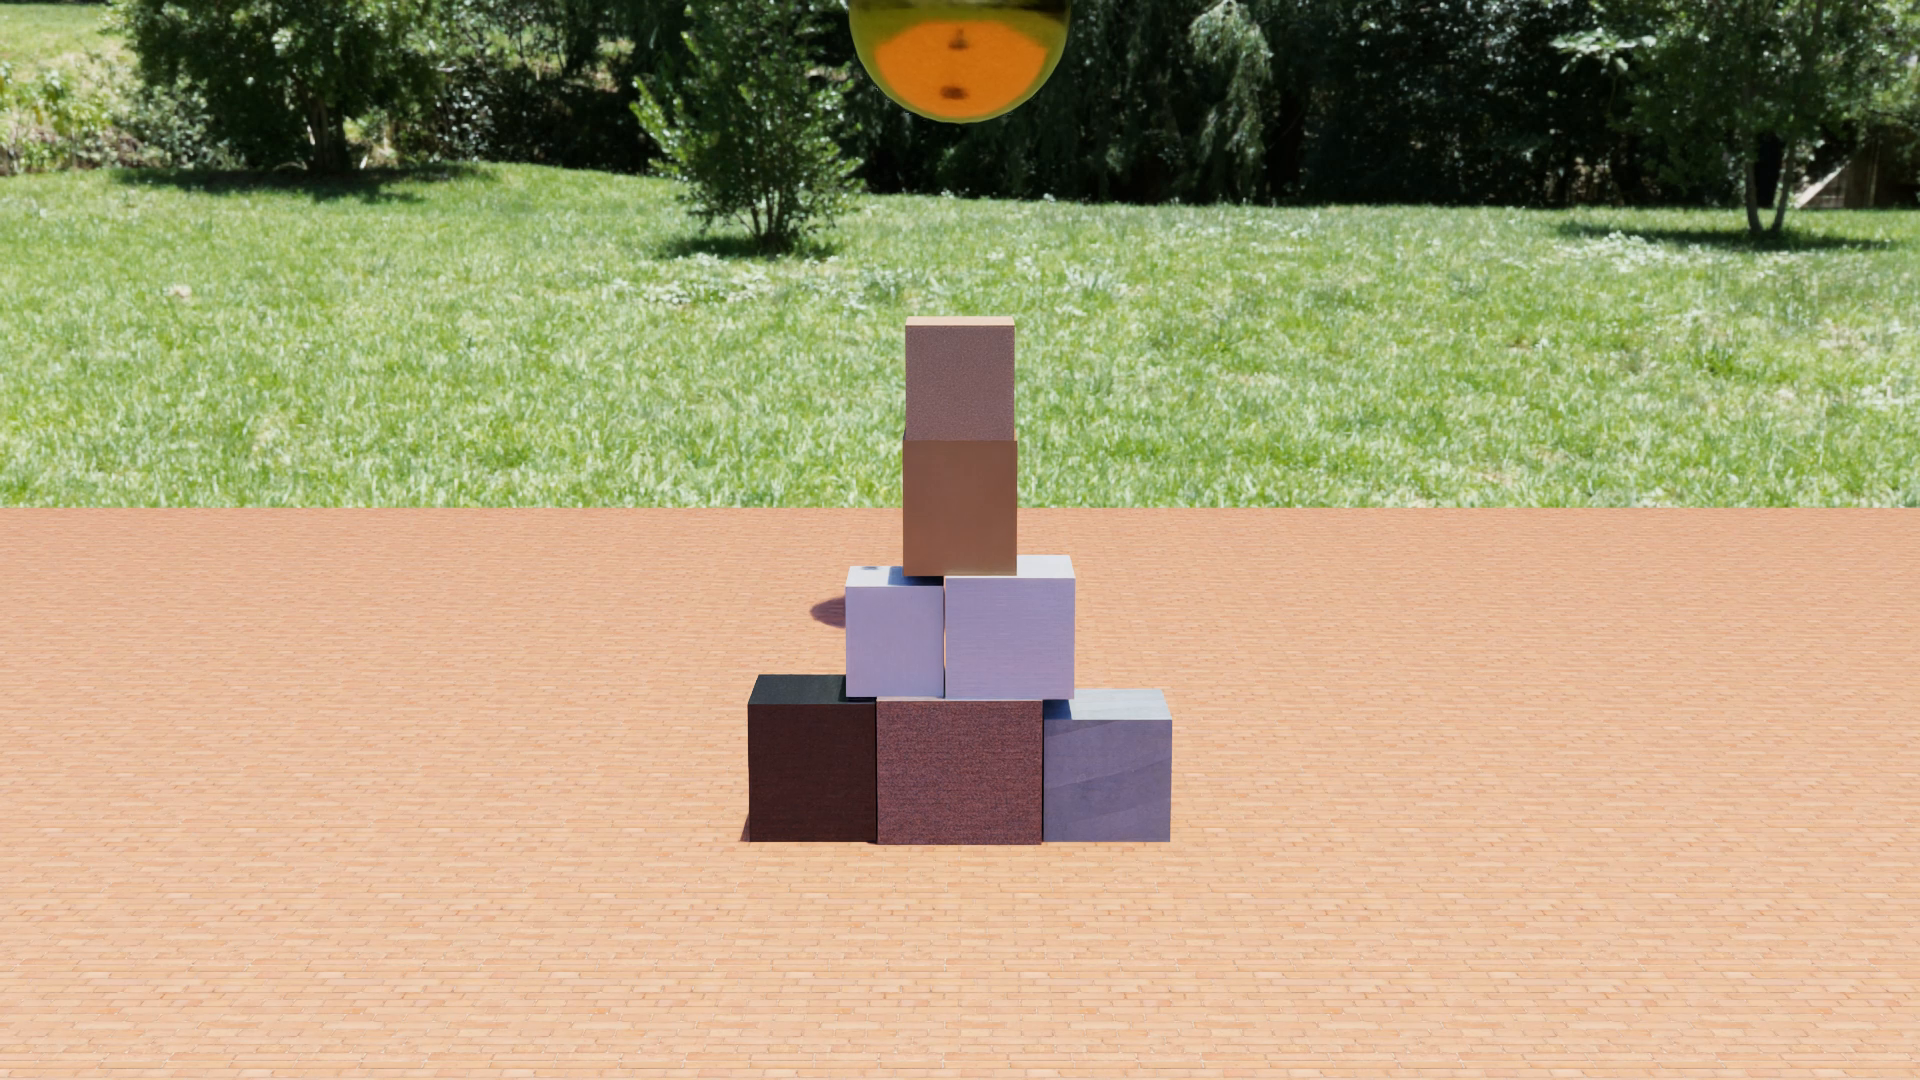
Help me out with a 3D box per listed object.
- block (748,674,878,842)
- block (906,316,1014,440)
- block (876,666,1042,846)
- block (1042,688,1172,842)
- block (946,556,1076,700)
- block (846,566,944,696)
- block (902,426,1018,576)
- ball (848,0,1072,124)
[{"bbox_3d":[-0.746,1.121,11.388,0.640,0.720,0.630,0,10,0],"label":"block"},{"bbox_3d":[0.000,-0.816,11.026,0.534,0.567,0.535,0,10,0],"label":"block"},{"bbox_3d":[-0.002,1.106,11.389,0.828,0.749,0.733,0,10,0],"label":"block"},{"bbox_3d":[0.744,1.160,11.392,0.644,0.642,0.625,0,10,0],"label":"block"},{"bbox_3d":[0.249,0.437,11.243,0.644,0.618,0.612,0,10,0],"label":"block"},{"bbox_3d":[-0.327,0.461,11.260,0.489,0.566,0.533,0,10,0],"label":"block"},{"bbox_3d":[0.000,-0.207,11.158,0.567,0.679,0.574,0,10,0],"label":"block"},{"bbox_3d":[0.000,-3.782,15.681,1.600,1.600,1.600,0,10,0],"label":"ball"}]
